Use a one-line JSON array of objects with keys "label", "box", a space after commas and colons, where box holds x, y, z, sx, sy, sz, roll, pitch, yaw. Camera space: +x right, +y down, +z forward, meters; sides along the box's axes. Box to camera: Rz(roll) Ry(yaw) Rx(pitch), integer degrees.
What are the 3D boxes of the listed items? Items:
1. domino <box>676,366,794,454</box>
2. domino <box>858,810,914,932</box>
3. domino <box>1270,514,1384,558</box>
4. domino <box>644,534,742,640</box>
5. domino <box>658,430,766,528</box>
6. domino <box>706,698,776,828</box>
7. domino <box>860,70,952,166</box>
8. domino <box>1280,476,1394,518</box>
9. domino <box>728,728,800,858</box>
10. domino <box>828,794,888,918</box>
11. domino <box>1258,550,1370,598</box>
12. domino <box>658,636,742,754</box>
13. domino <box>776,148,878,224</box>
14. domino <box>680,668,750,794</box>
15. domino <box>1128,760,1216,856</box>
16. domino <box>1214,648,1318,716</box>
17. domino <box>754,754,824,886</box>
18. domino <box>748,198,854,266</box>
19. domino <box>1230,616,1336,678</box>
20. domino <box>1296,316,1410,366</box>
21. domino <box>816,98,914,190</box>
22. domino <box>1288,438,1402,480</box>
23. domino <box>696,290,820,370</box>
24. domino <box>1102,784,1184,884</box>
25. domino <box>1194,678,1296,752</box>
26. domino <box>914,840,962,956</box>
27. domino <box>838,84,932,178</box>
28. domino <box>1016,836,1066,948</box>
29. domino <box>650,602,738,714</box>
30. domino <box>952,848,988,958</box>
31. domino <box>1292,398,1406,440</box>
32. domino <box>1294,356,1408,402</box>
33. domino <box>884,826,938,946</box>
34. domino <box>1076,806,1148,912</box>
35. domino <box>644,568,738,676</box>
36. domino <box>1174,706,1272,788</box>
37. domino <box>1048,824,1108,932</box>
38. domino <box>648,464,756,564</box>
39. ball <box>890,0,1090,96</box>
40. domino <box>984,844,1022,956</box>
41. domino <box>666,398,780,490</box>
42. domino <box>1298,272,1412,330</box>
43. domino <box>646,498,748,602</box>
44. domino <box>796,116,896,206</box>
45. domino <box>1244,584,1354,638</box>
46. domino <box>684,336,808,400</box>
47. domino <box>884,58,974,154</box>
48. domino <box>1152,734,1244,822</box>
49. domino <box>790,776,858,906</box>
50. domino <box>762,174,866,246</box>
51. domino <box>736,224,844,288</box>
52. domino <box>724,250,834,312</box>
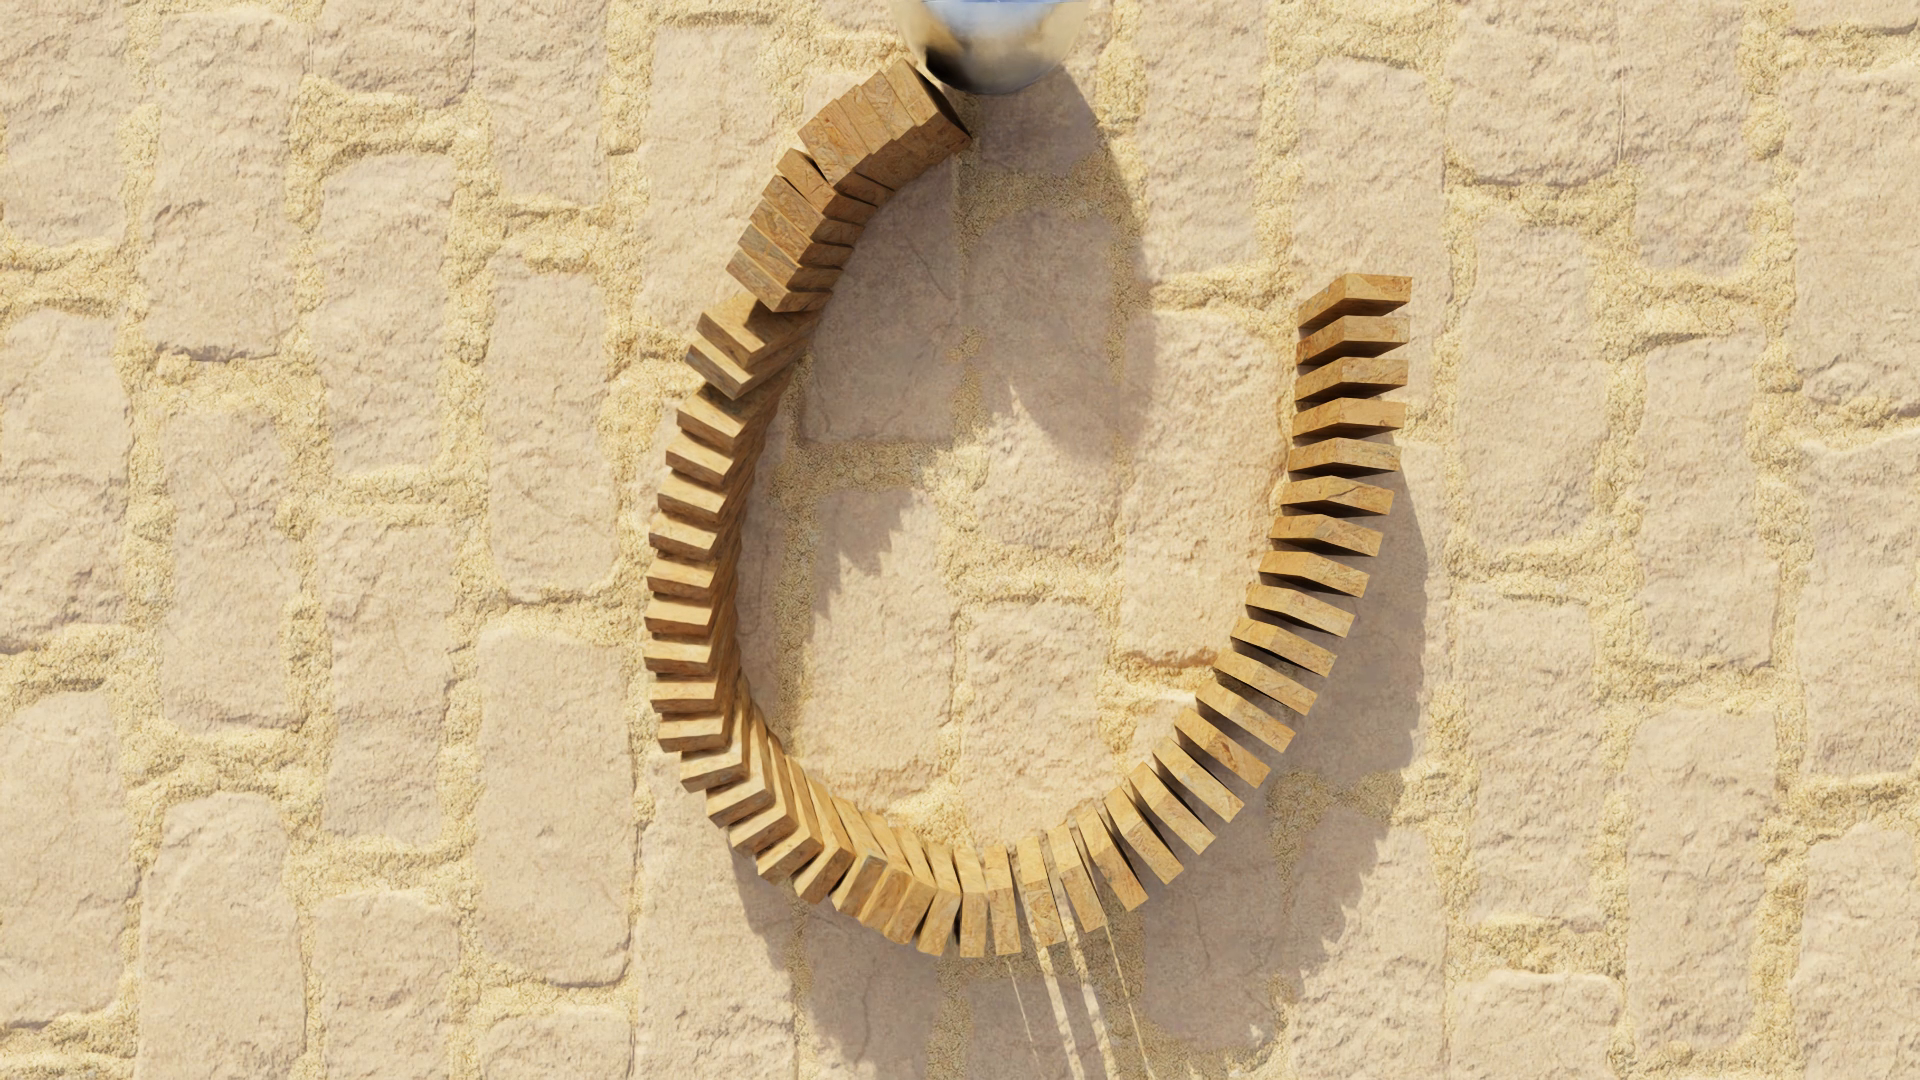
[{"label": "domino", "box": [-0.093, -0.060, 0.380, 0.025, 0.010, 0.050, 27, 50, 0]}, {"label": "domino", "box": [-0.036, 0.134, 0.375, 0.010, 0.050, 0.025, 28, 90, -21]}, {"label": "domino", "box": [0.149, -0.002, 0.375, 0.025, 0.050, 0.009, 17, 90, 0]}, {"label": "domino", "box": [-0.110, 0.017, 0.380, 0.025, 0.010, 0.050, 8, 47, 0]}, {"label": "domino", "box": [-0.102, -0.030, 0.380, 0.025, 0.009, 0.050, 19, 50, 0]}, {"label": "domino", "box": [-0.092, 0.091, 0.378, 0.025, 0.050, 0.010, -26, 129, 0]}, {"label": "domino", "box": [-0.021, -0.171, 0.375, 0.009, 0.050, 0.025, -33, 90, 20]}, {"label": "domino", "box": [0.153, -0.017, 0.375, 0.025, 0.050, 0.009, 14, 90, 0]}, {"label": "domino", "box": [-0.083, 0.103, 0.377, 0.025, 0.050, 0.009, -32, 127, 0]}, {"label": "domino", "box": [-0.047, 0.128, 0.376, 0.009, 0.050, 0.025, 28, 90, -27]}, {"label": "domino", "box": [0.143, 0.013, 0.375, 0.025, 0.050, 0.010, 20, 90, 0]}, {"label": "domino", "box": [-0.107, 0.063, 0.378, 0.025, 0.050, 0.009, -5, 133, 0]}, {"label": "domino", "box": [-0.053, -0.144, 0.375, 0.025, 0.050, 0.010, 46, 110, 0]}, {"label": "domino", "box": [-0.101, 0.078, 0.378, 0.025, 0.050, 0.009, -16, 131, 0]}, {"label": "domino", "box": [0.086, 0.108, 0.375, 0.025, 0.050, 0.009, 44, 90, 0]}, {"label": "domino", "box": [0.124, 0.057, 0.375, 0.025, 0.050, 0.010, 29, 90, 0]}, {"label": "domino", "box": [-0.074, 0.114, 0.377, 0.025, 0.050, 0.010, -38, 124, 0]}, {"label": "domino", "box": [-0.064, -0.125, 0.375, 0.025, 0.050, 0.009, 42, 110, 0]}, {"label": "domino", "box": [0.131, 0.043, 0.375, 0.025, 0.050, 0.010, 26, 90, 0]}, {"label": "domino", "box": [0.159, -0.081, 0.375, 0.025, 0.050, 0.010, 2, 90, 0]}, {"label": "domino", "box": [-0.038, -0.161, 0.375, 0.010, 0.050, 0.025, -33, 90, 20]}, {"label": "domino", "box": [0.156, -0.033, 0.375, 0.025, 0.050, 0.010, 8, 90, 0]}, {"label": "domino", "box": [-0.082, -0.090, 0.378, 0.025, 0.050, 0.010, 40, 130, 1]}, {"label": "domino", "box": [0.074, 0.119, 0.375, 0.009, 0.050, 0.025, -41, 90, 0]}, {"label": "domino", "box": [0.115, 0.071, 0.375, 0.025, 0.050, 0.010, 33, 90, 0]}, {"label": "domino", "box": [-0.011, 0.145, 0.375, 0.010, 0.050, 0.025, 20, 90, -9]}, {"label": "domino", "box": [-0.029, -0.166, 0.375, 0.009, 0.050, 0.025, -33, 90, 20]}, {"label": "domino", "box": [0.032, 0.142, 0.375, 0.009, 0.050, 0.025, -16, 90, 0]}, {"label": "domino", "box": [-0.109, 0.048, 0.379, 0.025, 0.050, 0.010, -1, 134, 0]}, {"label": "domino", "box": [0.003, 0.147, 0.375, 0.010, 0.050, 0.025, 3, 90, -5]}, {"label": "domino", "box": [0.158, -0.049, 0.375, 0.025, 0.050, 0.009, 5, 90, 0]}, {"label": "domino", "box": [0.159, -0.065, 0.375, 0.025, 0.050, 0.009, 3, 90, 0]}, {"label": "domino", "box": [-0.024, 0.140, 0.375, 0.009, 0.050, 0.025, 28, 90, -14]}, {"label": "domino", "box": [0.061, 0.129, 0.375, 0.010, 0.050, 0.025, -34, 90, 0]}, {"label": "domino", "box": [-0.110, 0.032, 0.379, 0.025, 0.009, 0.050, 5, 46, 0]}, {"label": "domino", "box": [0.106, 0.084, 0.375, 0.025, 0.050, 0.009, 37, 90, 0]}, {"label": "domino", "box": [0.047, 0.137, 0.375, 0.010, 0.050, 0.025, -24, 90, 0]}, {"label": "domino", "box": [-0.106, -0.015, 0.380, 0.025, 0.010, 0.050, 17, 49, 0]}, {"label": "ball", "box": [0.012, -0.219, 0.360, 0.080, 0.080, 0.080, 0, 90, 0]}, {"label": "domino", "box": [0.017, 0.146, 0.375, 0.009, 0.050, 0.025, -8, 90, 0]}, {"label": "domino", "box": [-0.098, -0.045, 0.380, 0.025, 0.010, 0.050, 24, 50, 0]}, {"label": "domino", "box": [0.160, -0.097, 0.375, 0.025, 0.050, 0.010, 4, 90, 0]}, {"label": "domino", "box": [-0.108, 0.001, 0.380, 0.025, 0.010, 0.050, 11, 48, 0]}, {"label": "domino", "box": [-0.045, -0.154, 0.375, 0.009, 0.050, 0.025, -33, 90, 20]}, {"label": "domino", "box": [0.138, 0.028, 0.375, 0.025, 0.050, 0.010, 23, 90, 0]}, {"label": "domino", "box": [-0.087, -0.078, 0.378, 0.025, 0.050, 0.009, 39, 130, 0]}, {"label": "domino", "box": [-0.012, -0.176, 0.375, 0.010, 0.050, 0.025, -33, 90, 20]}, {"label": "domino", "box": [0.096, 0.096, 0.375, 0.025, 0.050, 0.010, 40, 90, 0]}, {"label": "domino", "box": [-0.061, 0.122, 0.376, 0.009, 0.050, 0.025, 39, 90, -31]}, {"label": "domino", "box": [-0.059, -0.134, 0.375, 0.025, 0.050, 0.009, 42, 110, 0]}, {"label": "domino", "box": [-0.068, -0.116, 0.375, 0.025, 0.050, 0.010, 42, 110, 0]}, {"label": "domino", "box": [-0.073, -0.106, 0.375, 0.025, 0.050, 0.009, 41, 110, 0]}]
